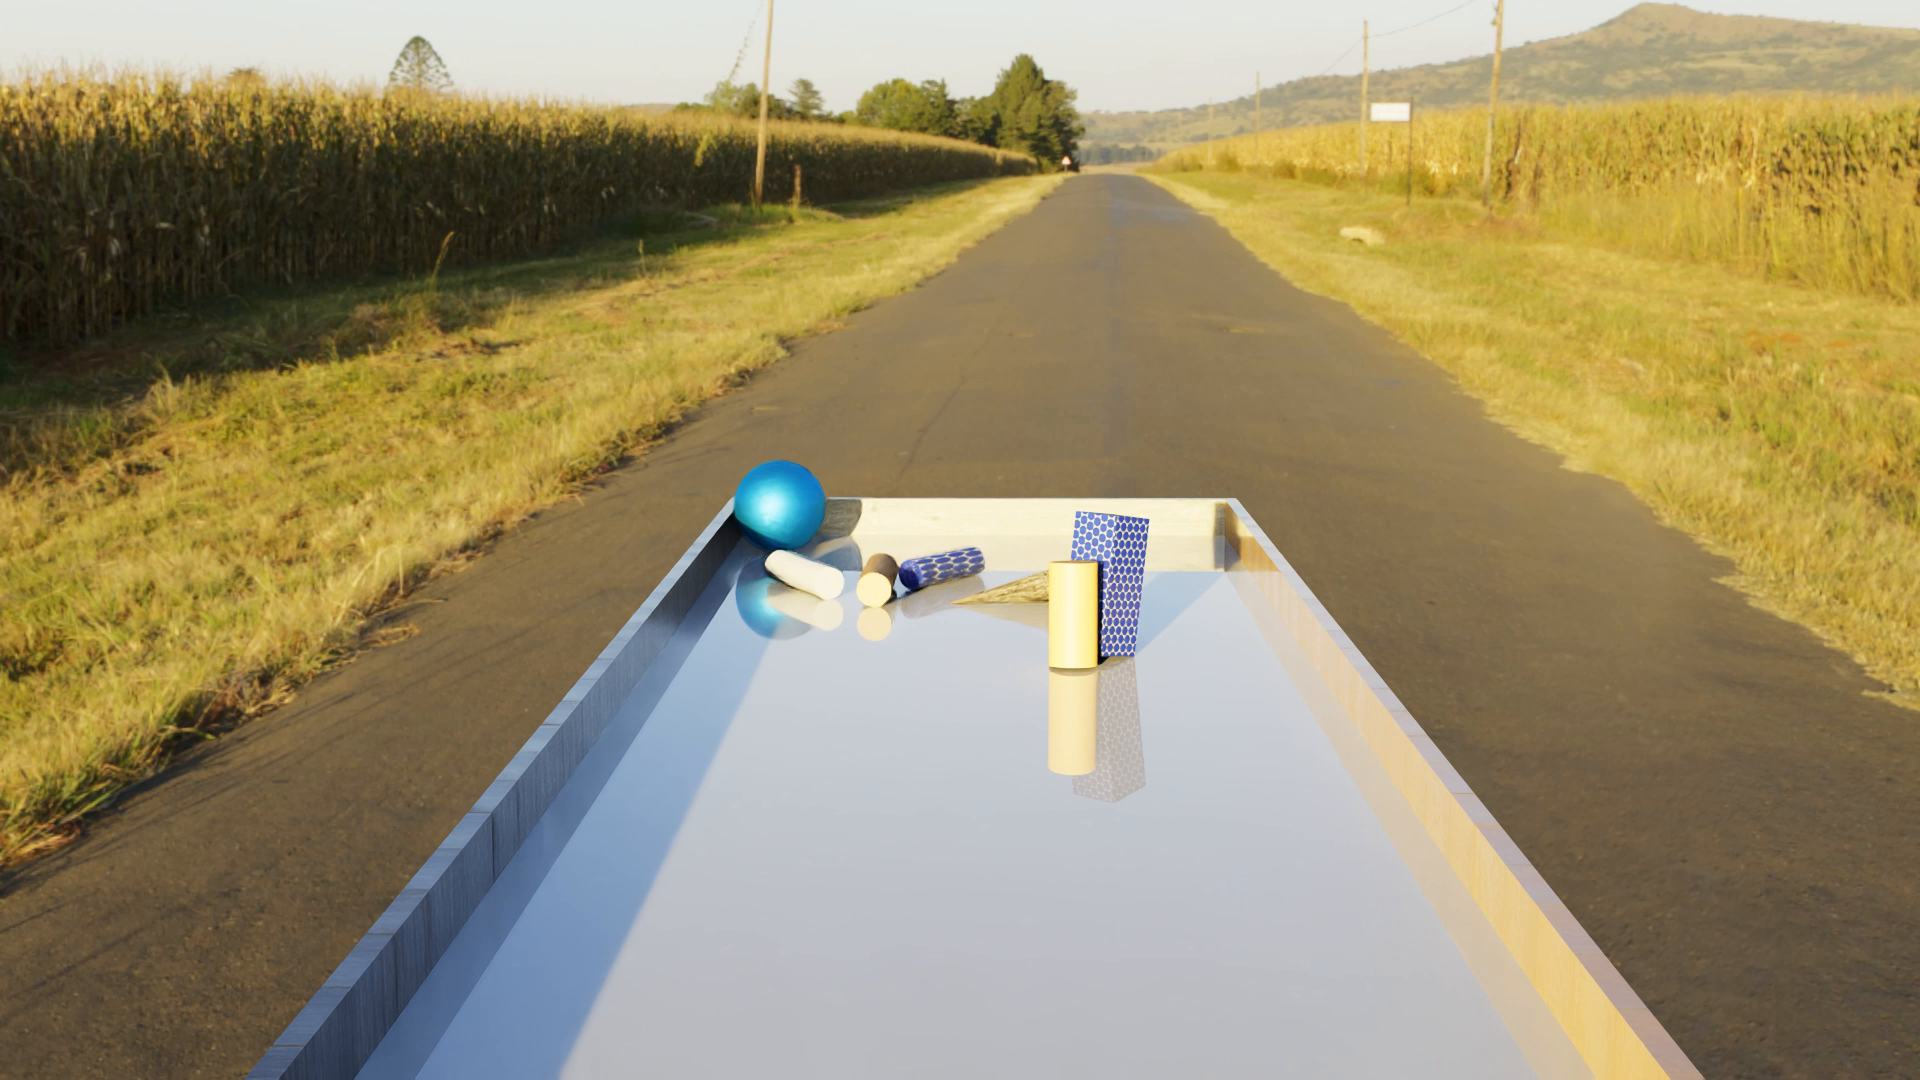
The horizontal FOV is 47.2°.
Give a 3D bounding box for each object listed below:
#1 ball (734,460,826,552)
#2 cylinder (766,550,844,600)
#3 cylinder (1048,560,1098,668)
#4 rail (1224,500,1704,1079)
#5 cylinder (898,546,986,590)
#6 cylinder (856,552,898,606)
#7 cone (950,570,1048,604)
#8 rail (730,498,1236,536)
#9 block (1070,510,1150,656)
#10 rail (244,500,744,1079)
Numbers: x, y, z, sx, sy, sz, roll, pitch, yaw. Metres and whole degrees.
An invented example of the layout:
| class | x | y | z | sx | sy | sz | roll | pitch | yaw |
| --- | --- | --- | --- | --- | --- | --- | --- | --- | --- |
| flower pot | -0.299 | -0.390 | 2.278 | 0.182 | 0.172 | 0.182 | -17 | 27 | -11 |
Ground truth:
| class | x | y | z | sx | sy | sz | roll | pitch | yaw |
| --- | --- | --- | --- | --- | --- | --- | --- | --- | --- |
| ball | -0.713 | -0.136 | 8.712 | 0.363 | 0.363 | 0.363 | 0 | 9 | 0 |
| cylinder | -0.560 | 0.122 | 7.881 | 0.113 | 0.113 | 0.434 | -5 | 10 | -28 |
| cylinder | 0.340 | 0.221 | 6.591 | 0.147 | 0.310 | 0.147 | 0 | 4 | 0 |
| rail | 1.046 | 0.843 | 3.208 | 0.050 | 0.150 | 12.000 | 0 | 9 | 1 |
| cylinder | -0.063 | 0.101 | 8.031 | 0.107 | 0.107 | 0.384 | 7 | 11 | 36 |
| cylinder | -0.289 | 0.138 | 7.759 | 0.119 | 0.119 | 0.433 | 0 | 9 | 2 |
| cone | 0.134 | 0.190 | 7.643 | 0.373 | 0.106 | 0.106 | -10 | 11 | -9 |
| rail | 0.099 | -0.098 | 9.147 | 2.100 | 0.150 | 0.050 | 0 | 9 | 1 |
| block | 0.445 | 0.134 | 6.737 | 0.162 | 0.426 | 0.162 | 8 | 3 | 43 |
| rail | -1.004 | 0.839 | 3.234 | 0.050 | 0.150 | 12.000 | 0 | 9 | 1 |
